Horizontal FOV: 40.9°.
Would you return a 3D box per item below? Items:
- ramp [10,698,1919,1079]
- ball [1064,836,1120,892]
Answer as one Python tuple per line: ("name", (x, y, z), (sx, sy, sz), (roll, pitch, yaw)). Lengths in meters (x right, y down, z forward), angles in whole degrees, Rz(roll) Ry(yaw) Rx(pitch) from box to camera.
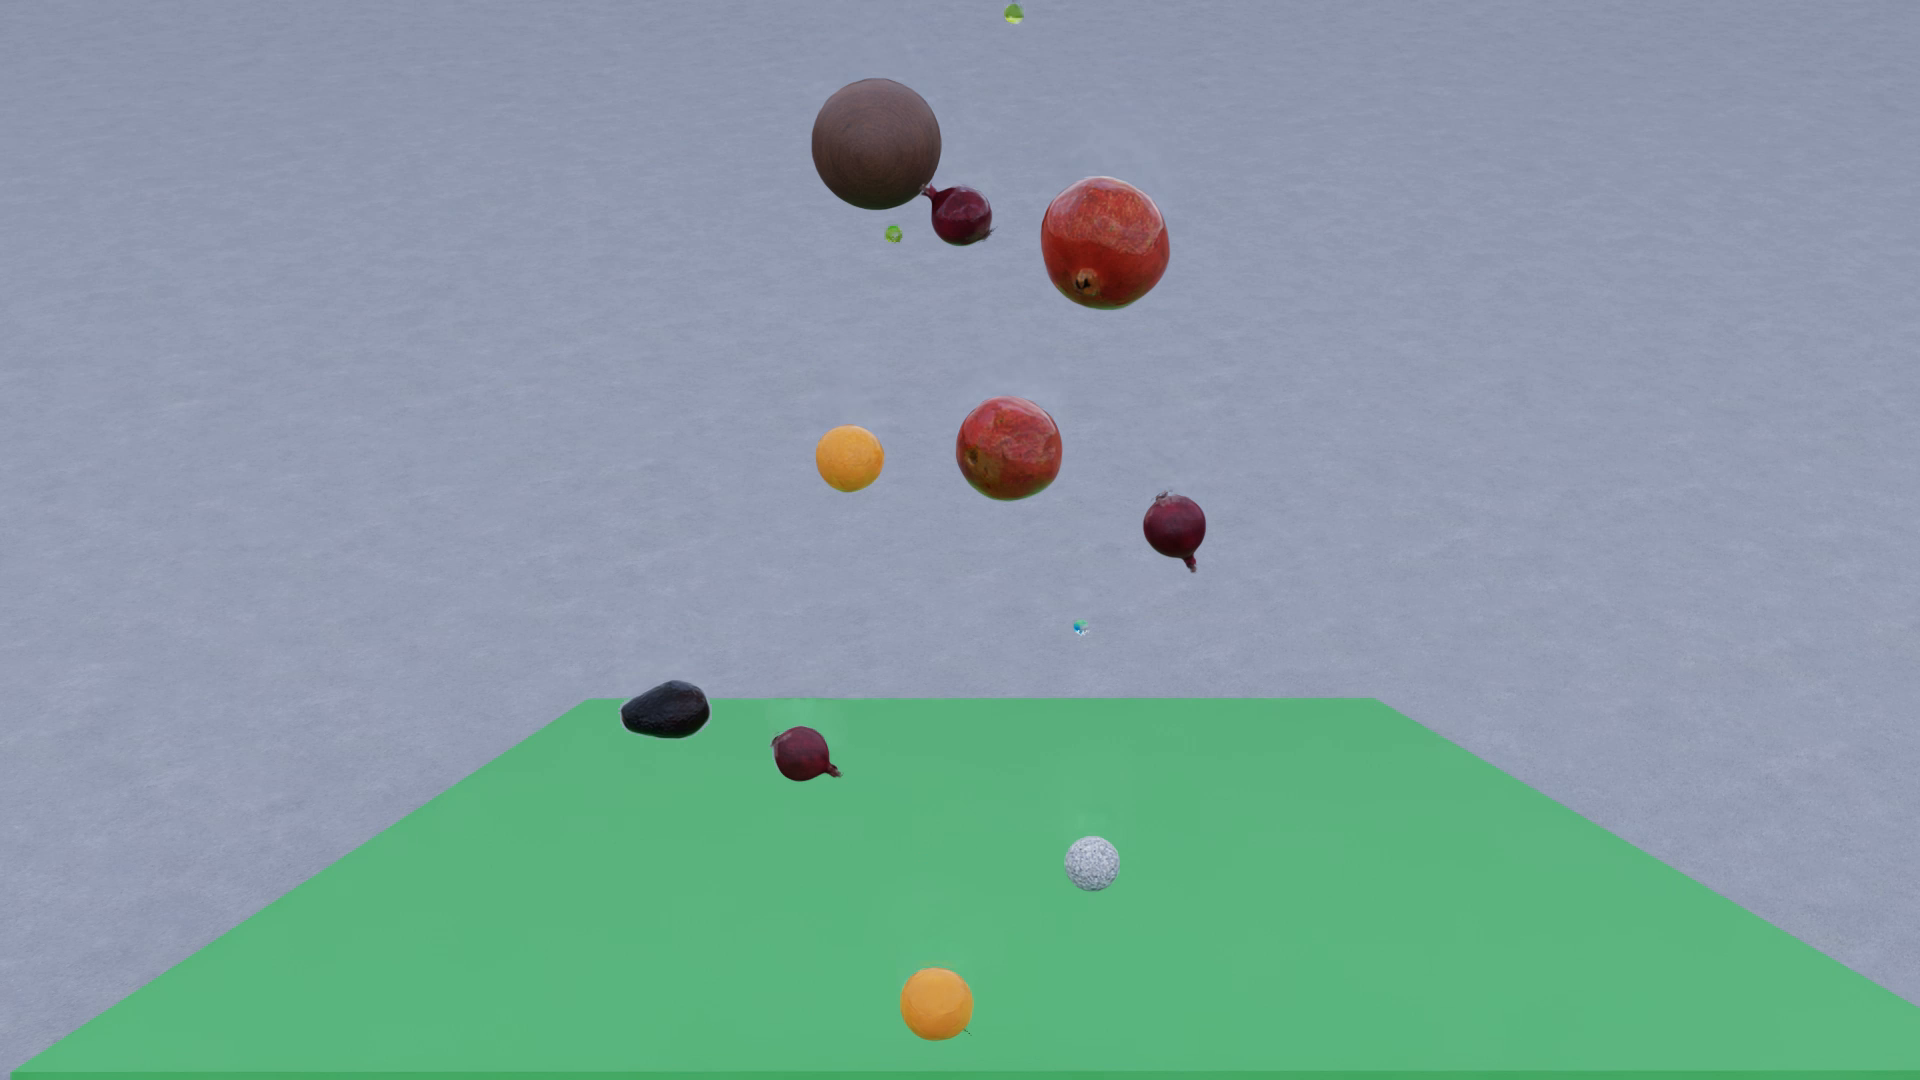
("ramp", (0.057, 0.515, 4.555), (2.000, 0.100, 4.000), (0, 2, 0))
("ball", (0.136, 0.334, 2.653), (0.057, 0.057, 0.057), (0, 25, 0))
